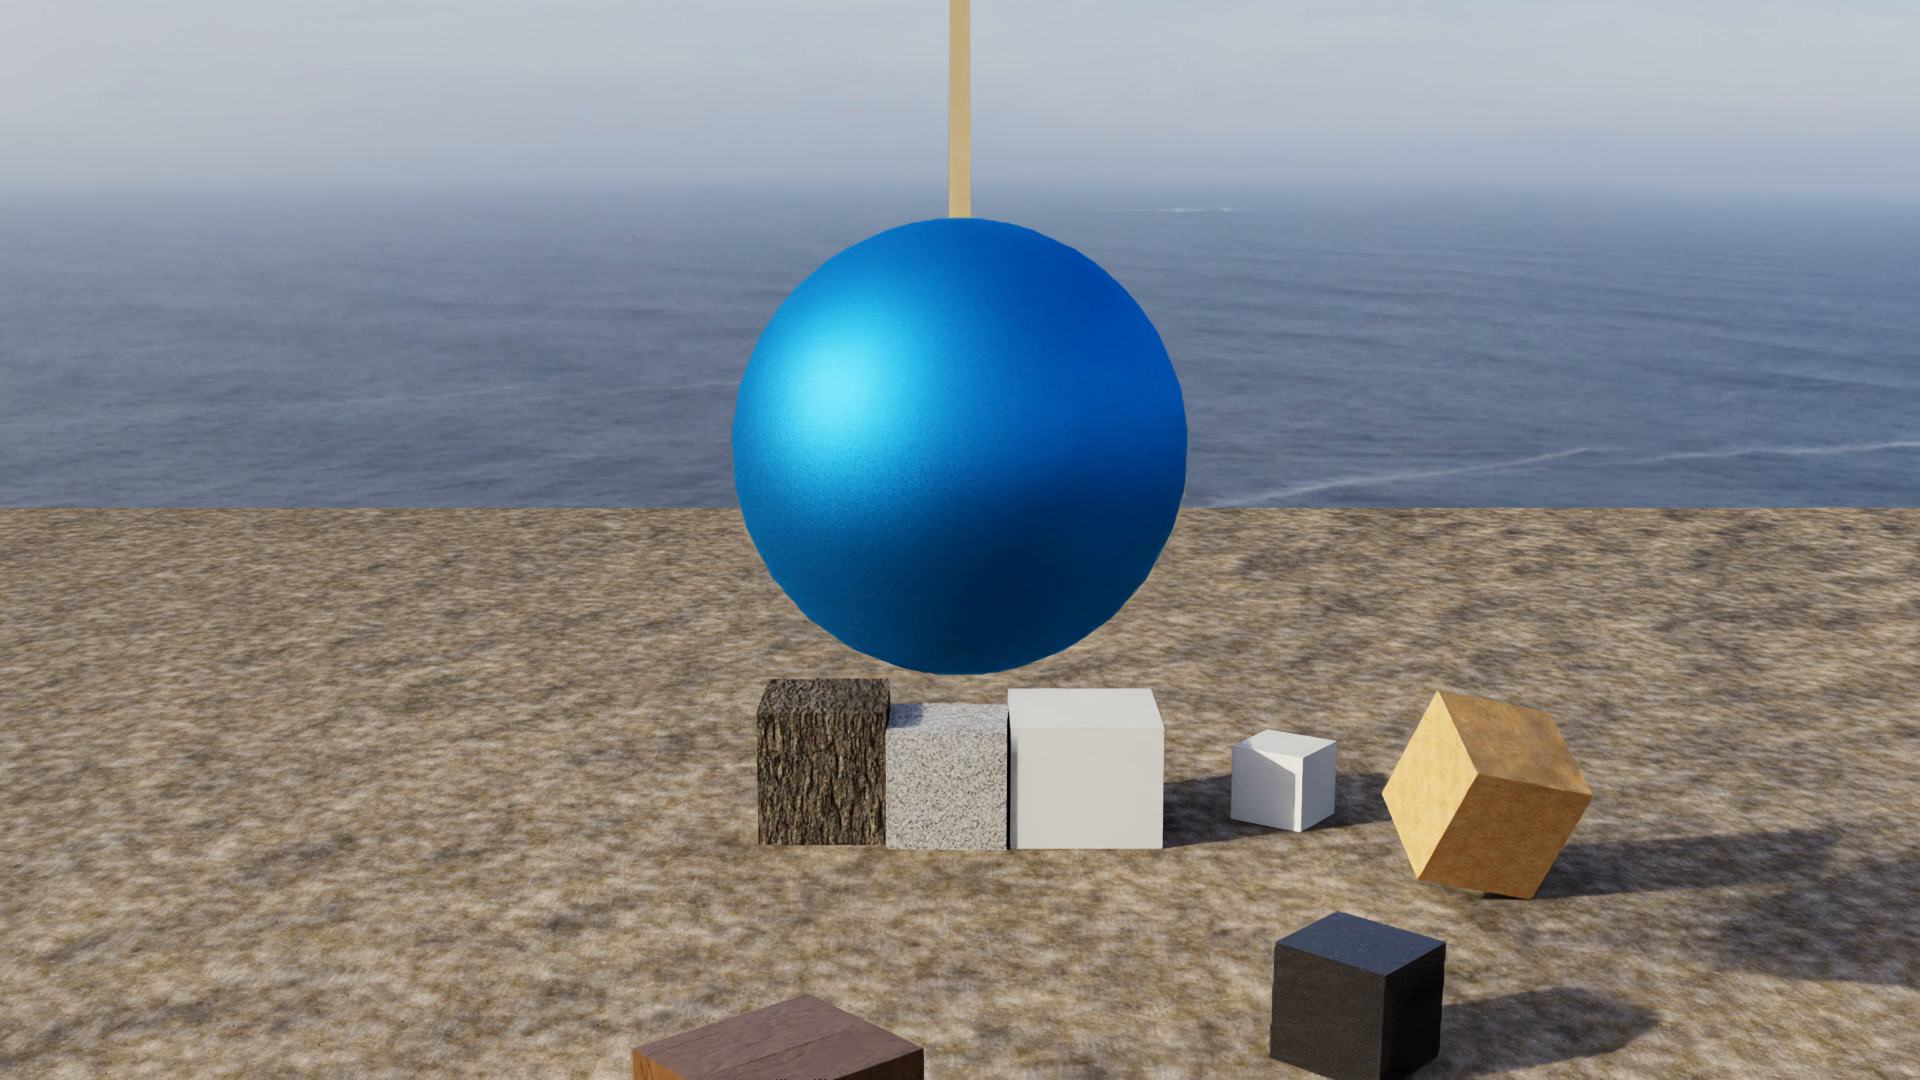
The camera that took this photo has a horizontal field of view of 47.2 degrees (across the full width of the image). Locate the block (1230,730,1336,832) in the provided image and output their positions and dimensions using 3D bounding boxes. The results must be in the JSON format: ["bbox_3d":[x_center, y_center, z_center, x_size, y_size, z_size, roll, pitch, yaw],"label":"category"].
[{"bbox_3d":[1.699,1.259,11.541,0.405,0.394,0.398,7,13,34],"label":"block"}]

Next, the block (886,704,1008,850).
[{"bbox_3d":[-0.060,1.204,11.256,0.603,0.605,0.581,0,10,2],"label":"block"}]

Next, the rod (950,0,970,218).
[{"bbox_3d":[0.000,-3.446,9.089,0.080,5.200,0.080,0,-23,0],"label":"rod"}]

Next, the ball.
[{"bbox_3d":[0.000,-0.325,7.740,1.600,1.600,1.600,0,10,0],"label":"ball"}]

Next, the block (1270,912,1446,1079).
[{"bbox_3d":[1.531,1.771,8.470,0.479,0.471,0.459,11,15,39],"label":"block"}]

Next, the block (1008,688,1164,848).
[{"bbox_3d":[0.634,1.170,11.372,0.763,0.628,0.790,0,10,0],"label":"block"}]

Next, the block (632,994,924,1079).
[{"bbox_3d":[-0.570,1.938,6.964,0.691,0.695,0.599,-9,14,-40],"label":"block"}]

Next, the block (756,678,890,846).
[{"bbox_3d":[-0.692,1.138,11.381,0.646,0.688,0.704,0,10,0],"label":"block"}]

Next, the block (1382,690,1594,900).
[{"bbox_3d":[2.459,1.194,10.313,0.596,0.648,0.613,12,31,-15],"label":"block"}]
